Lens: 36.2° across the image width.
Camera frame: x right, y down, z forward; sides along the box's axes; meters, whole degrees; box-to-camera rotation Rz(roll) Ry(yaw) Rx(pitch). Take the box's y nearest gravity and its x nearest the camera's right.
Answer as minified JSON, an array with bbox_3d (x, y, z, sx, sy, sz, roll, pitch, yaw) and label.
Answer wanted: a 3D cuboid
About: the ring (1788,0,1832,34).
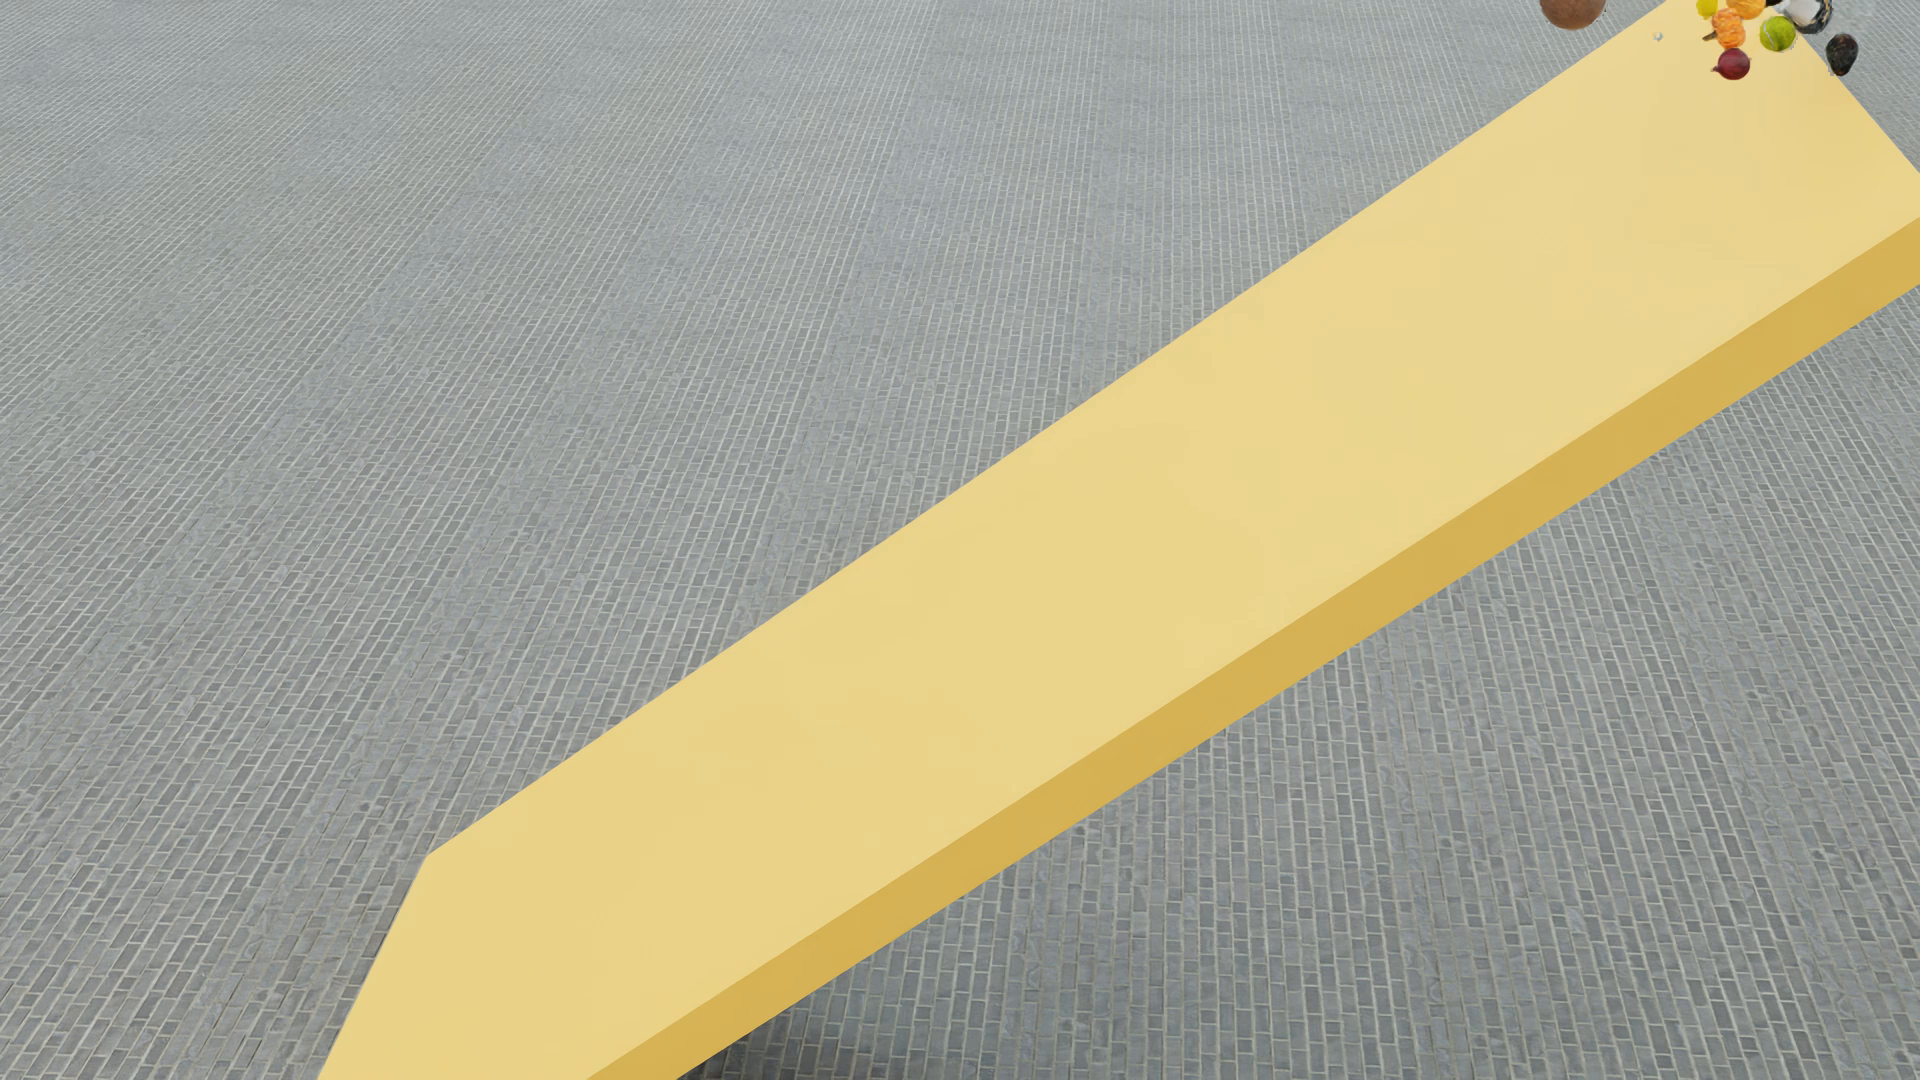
[{"bbox_3d":[1.659,-1.036,5.743,0.098,0.098,0.033,-8,6,-17],"label":"ring"}]

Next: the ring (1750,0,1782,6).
[{"bbox_3d":[1.543,-1.065,5.606,0.102,0.102,0.034,-8,30,-18],"label":"ring"}]

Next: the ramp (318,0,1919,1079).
[{"bbox_3d":[0.128,0.179,6.323,4.000,0.100,2.000,-34,16,17],"label":"ramp"}]

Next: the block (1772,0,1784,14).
[{"bbox_3d":[1.650,-1.086,5.855,0.057,0.057,0.057,-5,35,-13],"label":"block"}]
